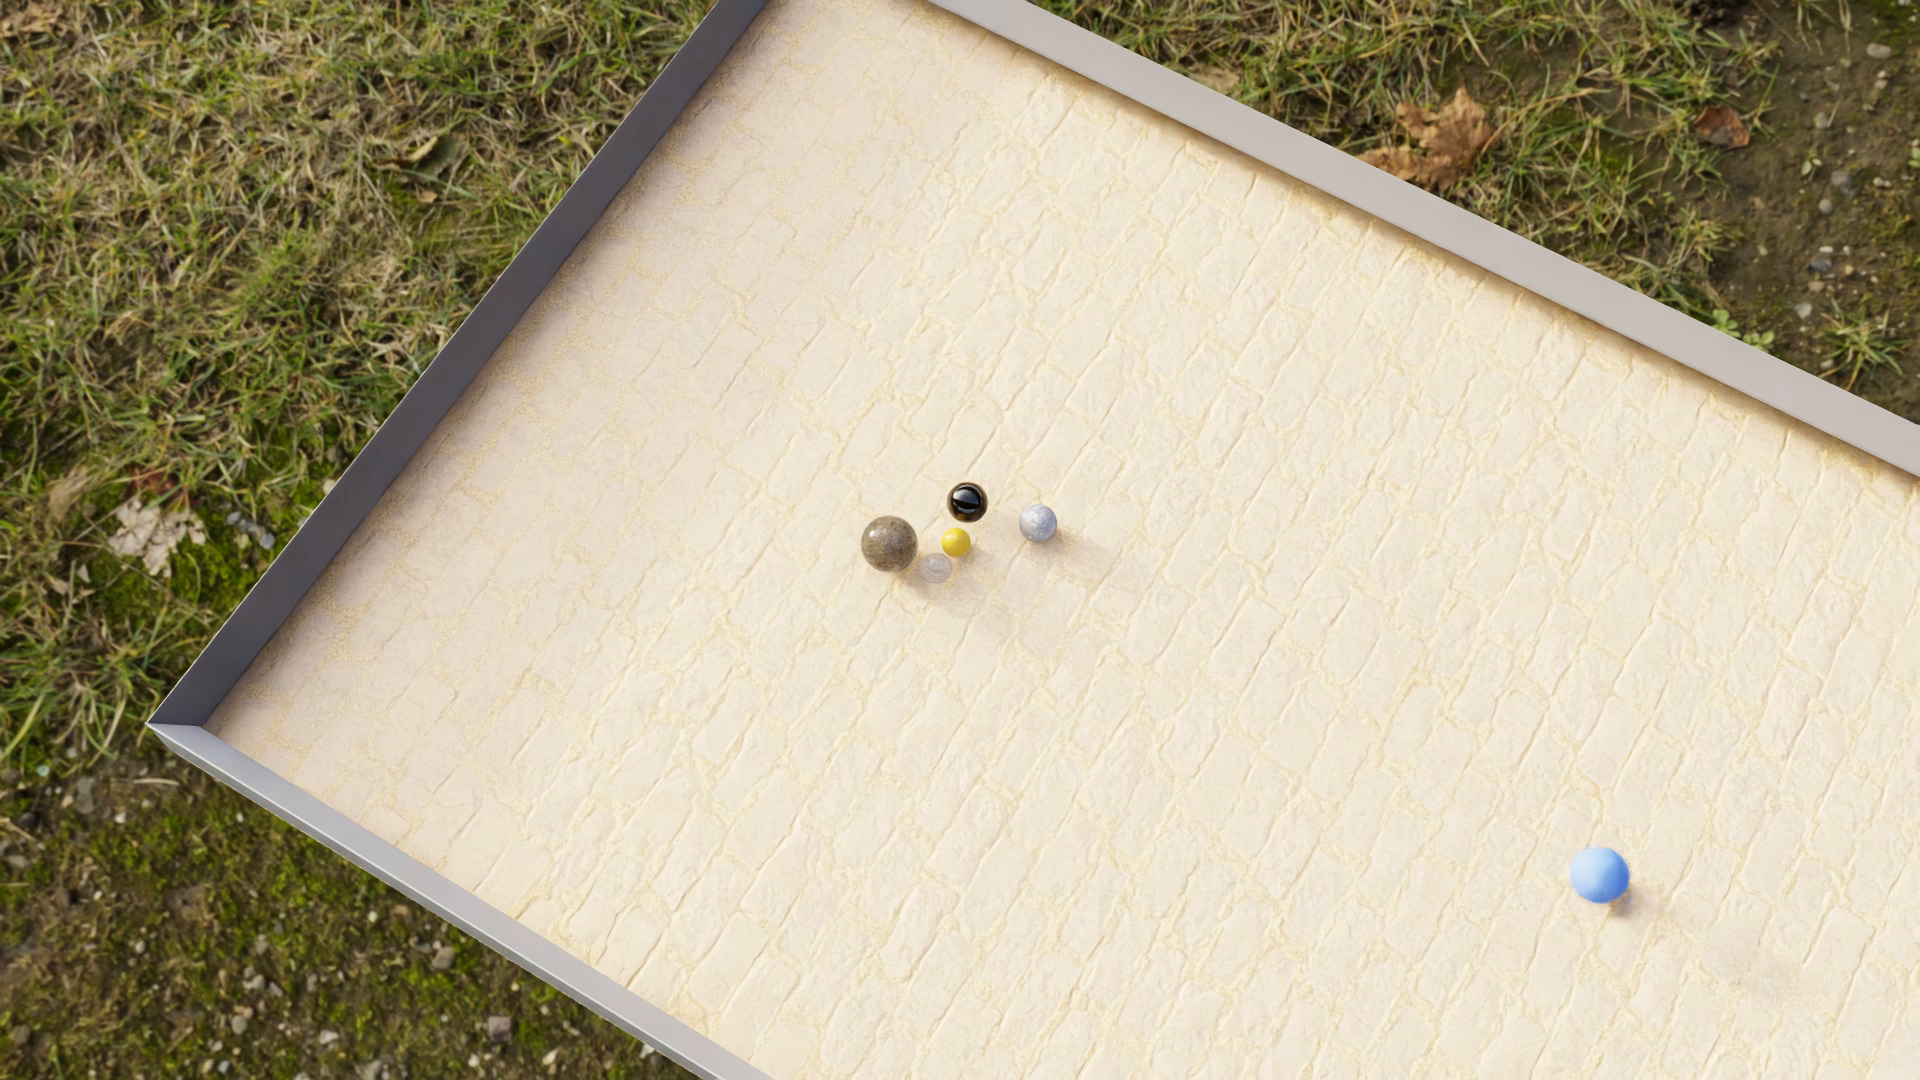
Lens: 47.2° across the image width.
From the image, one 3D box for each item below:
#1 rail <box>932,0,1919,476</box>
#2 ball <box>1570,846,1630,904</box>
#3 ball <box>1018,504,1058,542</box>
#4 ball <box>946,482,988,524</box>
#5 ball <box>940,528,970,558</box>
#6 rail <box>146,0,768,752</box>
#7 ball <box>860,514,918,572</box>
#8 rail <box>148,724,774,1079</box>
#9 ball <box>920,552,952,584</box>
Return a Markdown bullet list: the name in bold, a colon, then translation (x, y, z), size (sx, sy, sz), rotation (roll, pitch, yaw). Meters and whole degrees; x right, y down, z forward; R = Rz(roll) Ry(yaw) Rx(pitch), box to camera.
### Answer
- **rail**: translation (1.224, -0.309, 3.669), size (3.543, 0.121, 0.045), rotation (28, 69, 12)
- **ball**: translation (0.965, 0.505, 3.317), size (0.086, 0.086, 0.086), rotation (0, 65, 0)
- **ball**: translation (0.127, -0.027, 3.573), size (0.062, 0.062, 0.062), rotation (0, 65, 0)
- **ball**: translation (0.012, -0.061, 3.585), size (0.069, 0.069, 0.069), rotation (0, 65, 0)
- **ball**: translation (-0.007, 0.004, 3.567), size (0.049, 0.049, 0.049), rotation (0, 65, 0)
- **rail**: translation (-0.741, -0.412, 3.716), size (0.045, 0.121, 1.860), rotation (28, 69, 12)
- **ball**: translation (-0.114, 0.006, 3.541), size (0.093, 0.093, 0.093), rotation (0, 65, 0)
- **rail**: translation (0.299, 1.107, 3.020), size (3.543, 0.121, 0.045), rotation (28, 69, 12)
- **ball**: translation (-0.038, 0.045, 3.547), size (0.051, 0.051, 0.051), rotation (0, 65, 0)
